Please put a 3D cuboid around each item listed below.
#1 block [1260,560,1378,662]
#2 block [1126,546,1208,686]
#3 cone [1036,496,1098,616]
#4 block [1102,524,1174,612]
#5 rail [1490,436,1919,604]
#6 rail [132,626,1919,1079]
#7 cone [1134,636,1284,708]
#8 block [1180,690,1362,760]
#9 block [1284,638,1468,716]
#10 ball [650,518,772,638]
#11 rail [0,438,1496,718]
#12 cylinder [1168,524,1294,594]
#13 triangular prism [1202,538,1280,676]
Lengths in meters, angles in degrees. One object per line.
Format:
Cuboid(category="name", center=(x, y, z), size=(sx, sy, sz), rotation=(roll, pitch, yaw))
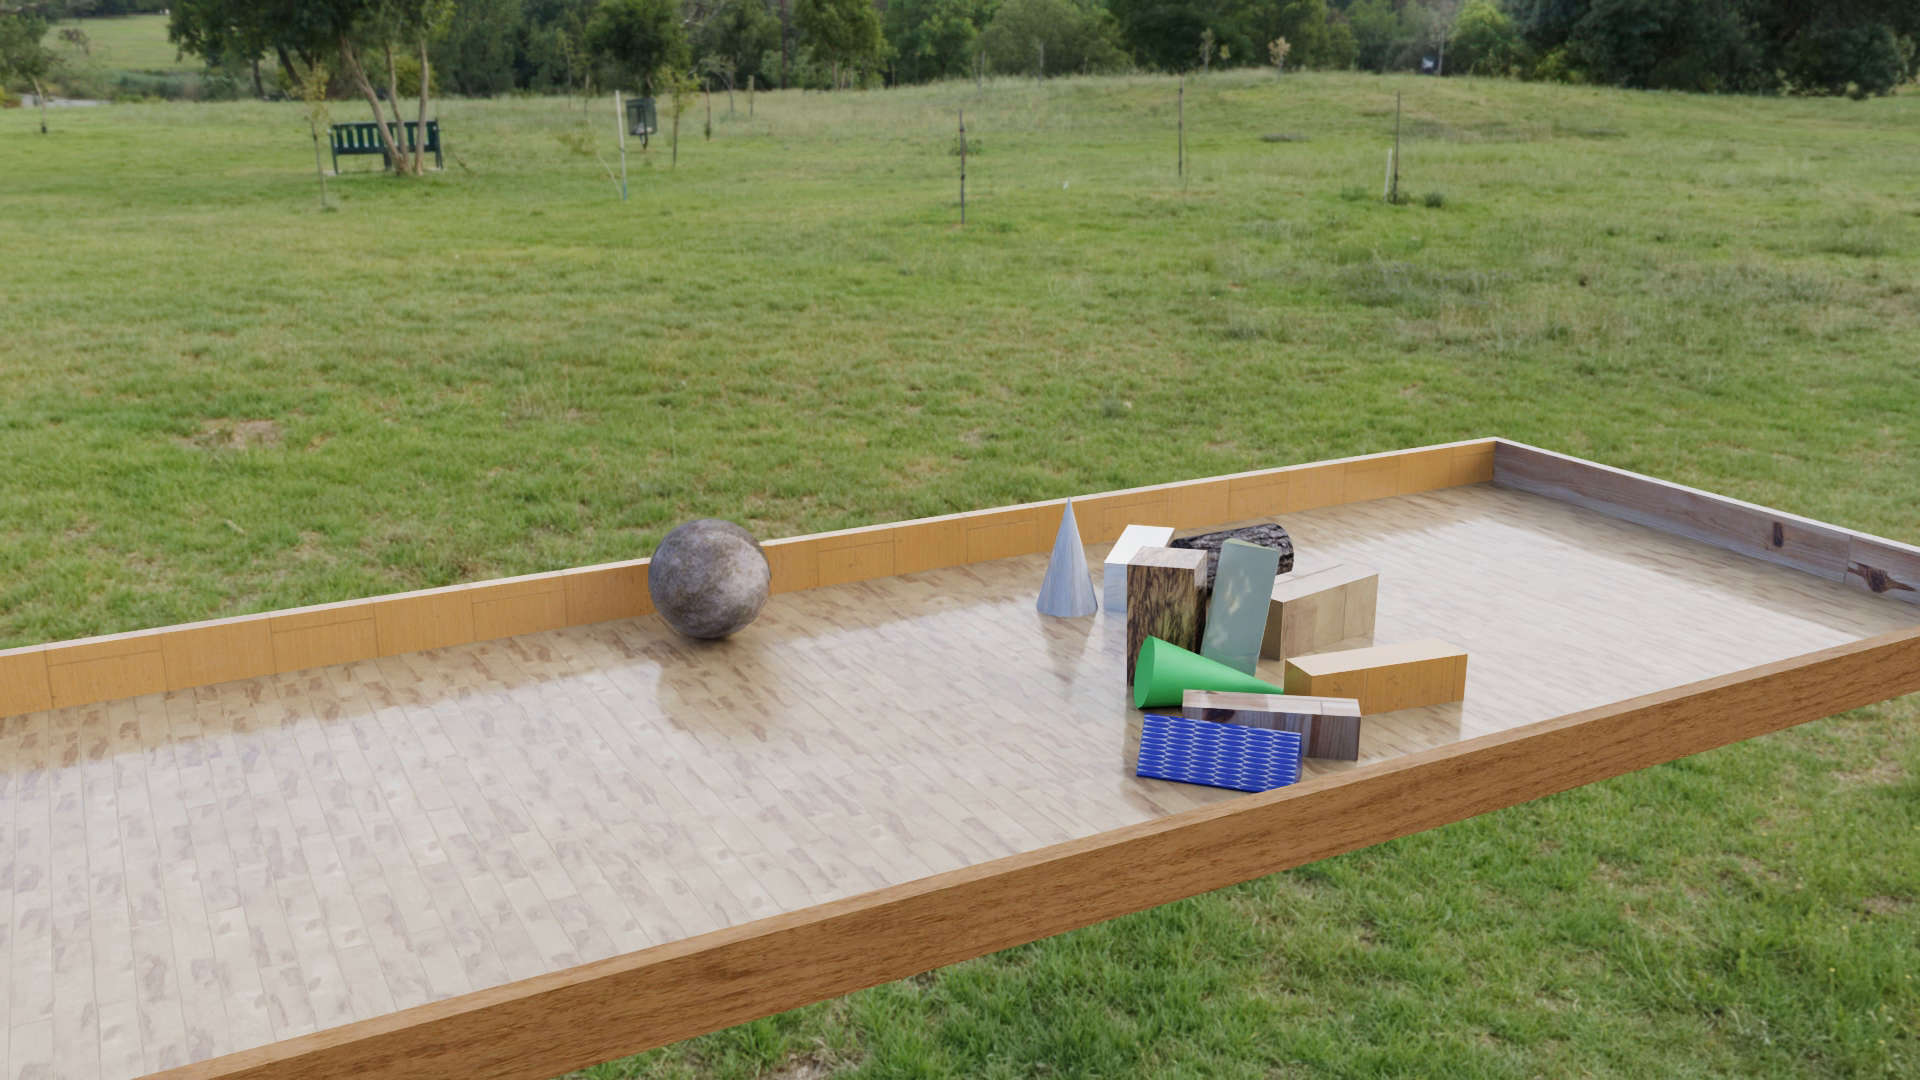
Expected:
Cuboid(category="block", center=(0.931, 0.185, 4.436), size=(0.393, 0.162, 0.162), rotation=(-13, 21, -37))
Cuboid(category="block", center=(0.518, 0.195, 4.124), size=(0.166, 0.316, 0.166), rotation=(4, 17, 19))
Cuboid(category="cone", center=(0.306, 0.033, 4.660), size=(0.178, 0.329, 0.178), rotation=(0, 16, 0))
Cuboid(category="block", center=(0.527, 0.081, 4.830), size=(0.141, 0.141, 0.402), rotation=(4, 17, 15))
Cuboid(category="rail", center=(2.466, -0.048, 5.253), size=(0.050, 0.150, 2.100), rotation=(-9, 18, -27))
Cuboid(category="rail", center=(-2.336, 1.006, 1.665), size=(12.000, 0.150, 0.050), rotation=(-9, 18, -27))
Cuboid(category="cone", center=(0.651, 0.354, 3.997), size=(0.426, 0.176, 0.176), rotation=(10, 15, -7))
Cuboid(category="block", center=(0.702, 0.419, 3.744), size=(0.392, 0.105, 0.105), rotation=(3, 17, 9))
Cuboid(category="block", center=(1.005, 0.338, 3.991), size=(0.434, 0.120, 0.120), rotation=(-6, 17, -19))
Cuboid(category="ball", center=(-0.671, 0.103, 4.431), size=(0.324, 0.324, 0.324), rotation=(0, 16, 0))
Cuboid(category="rail", center=(-3.305, 0.497, 3.399), size=(12.000, 0.150, 0.050), rotation=(-9, 18, -27))
Cuboid(category="cylinder", center=(0.793, 0.059, 4.845), size=(0.336, 0.174, 0.174), rotation=(-9, 19, -27))
Cuboid(category="triangular prism", center=(0.670, 0.177, 4.115), size=(0.151, 0.352, 0.131), rotation=(9, 7, -14))
